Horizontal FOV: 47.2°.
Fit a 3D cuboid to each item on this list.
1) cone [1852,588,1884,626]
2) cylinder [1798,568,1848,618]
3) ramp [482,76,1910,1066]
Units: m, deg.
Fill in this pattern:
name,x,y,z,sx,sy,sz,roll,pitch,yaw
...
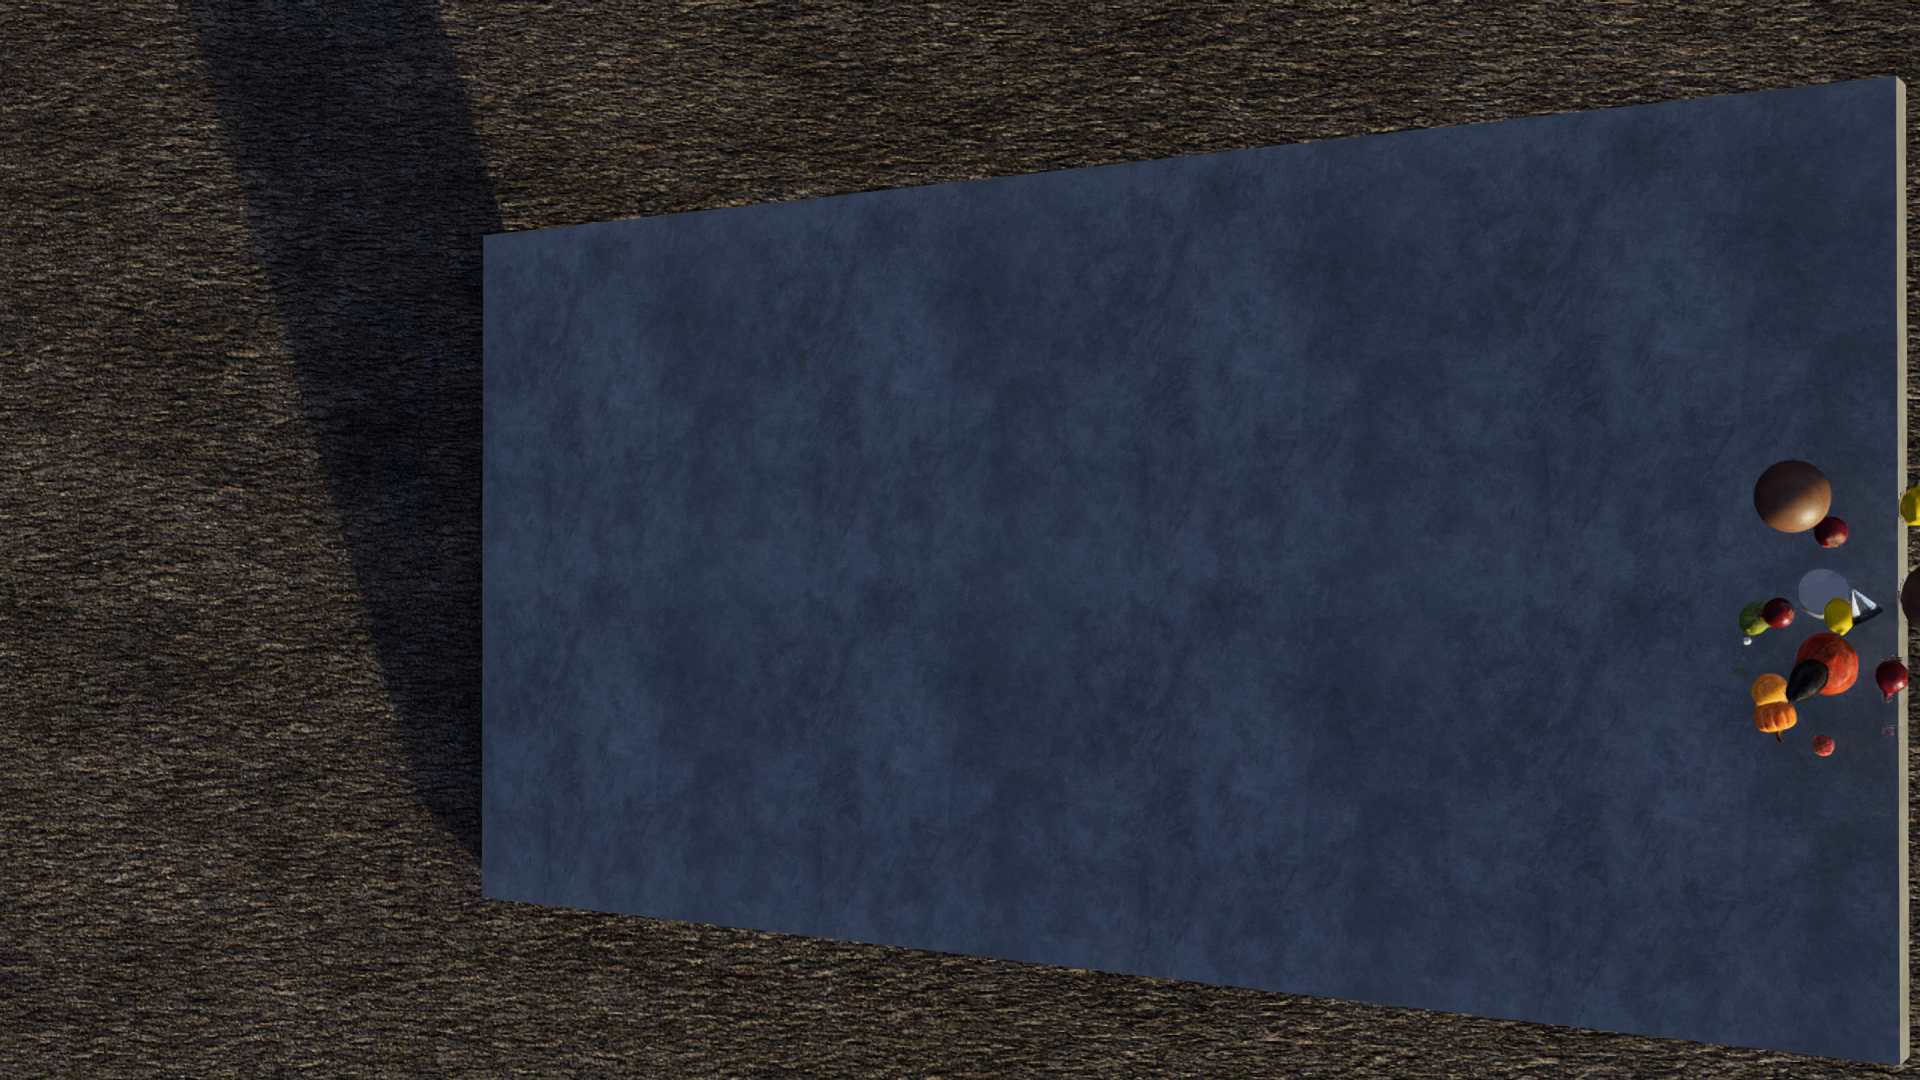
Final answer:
name,x,y,z,sx,sy,sz,roll,pitch,yaw
cone,1.586,0.110,3.874,0.059,0.059,0.059,-28,84,0
cylinder,1.712,0.107,4.360,0.092,0.092,0.092,-3,83,22
ramp,0.254,0.070,5.587,4.000,0.100,2.000,0,89,33
